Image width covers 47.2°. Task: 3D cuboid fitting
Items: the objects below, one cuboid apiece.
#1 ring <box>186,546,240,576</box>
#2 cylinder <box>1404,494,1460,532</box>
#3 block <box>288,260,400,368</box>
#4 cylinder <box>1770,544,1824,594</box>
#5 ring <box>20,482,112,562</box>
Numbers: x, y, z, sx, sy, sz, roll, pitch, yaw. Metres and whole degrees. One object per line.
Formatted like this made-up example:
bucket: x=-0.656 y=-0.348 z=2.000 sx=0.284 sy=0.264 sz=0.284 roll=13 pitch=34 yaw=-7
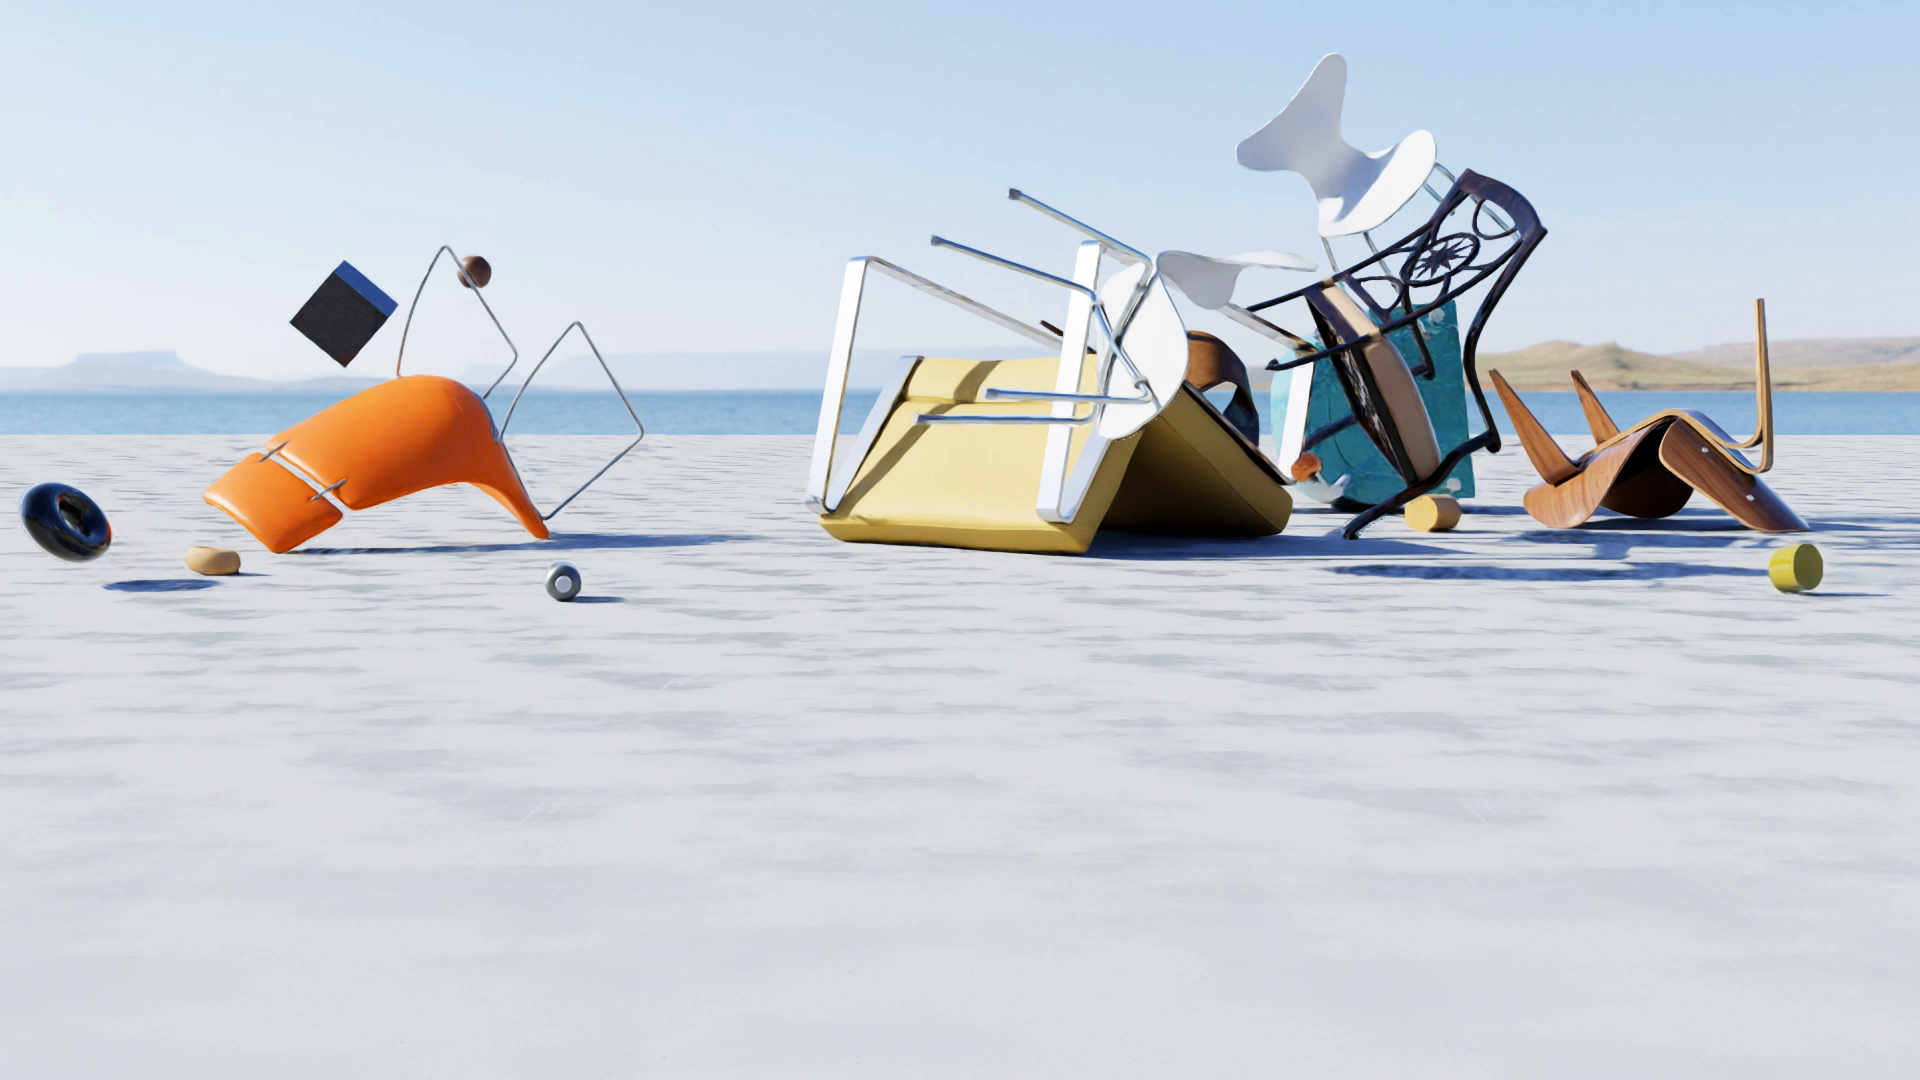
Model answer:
ring: x=-1.811 y=0.051 z=5.335 sx=0.161 sy=0.060 sz=0.091 roll=7 pitch=3 yaw=29
cylinder: x=1.490 y=-0.085 z=6.935 sx=0.109 sy=0.117 sz=0.136 roll=-3 pitch=0 yaw=-36
block: x=-1.888 y=-0.695 z=6.748 sx=0.212 sy=0.213 sz=0.181 roll=41 pitch=12 yaw=-16
cylinder: x=1.830 y=0.062 z=4.813 sx=0.094 sy=0.105 sz=0.065 roll=30 pitch=-21 yaw=-22
ring: x=-2.051 y=-0.040 z=5.052 sx=0.074 sy=0.200 sz=0.326 roll=-27 pitch=-6 yaw=4
